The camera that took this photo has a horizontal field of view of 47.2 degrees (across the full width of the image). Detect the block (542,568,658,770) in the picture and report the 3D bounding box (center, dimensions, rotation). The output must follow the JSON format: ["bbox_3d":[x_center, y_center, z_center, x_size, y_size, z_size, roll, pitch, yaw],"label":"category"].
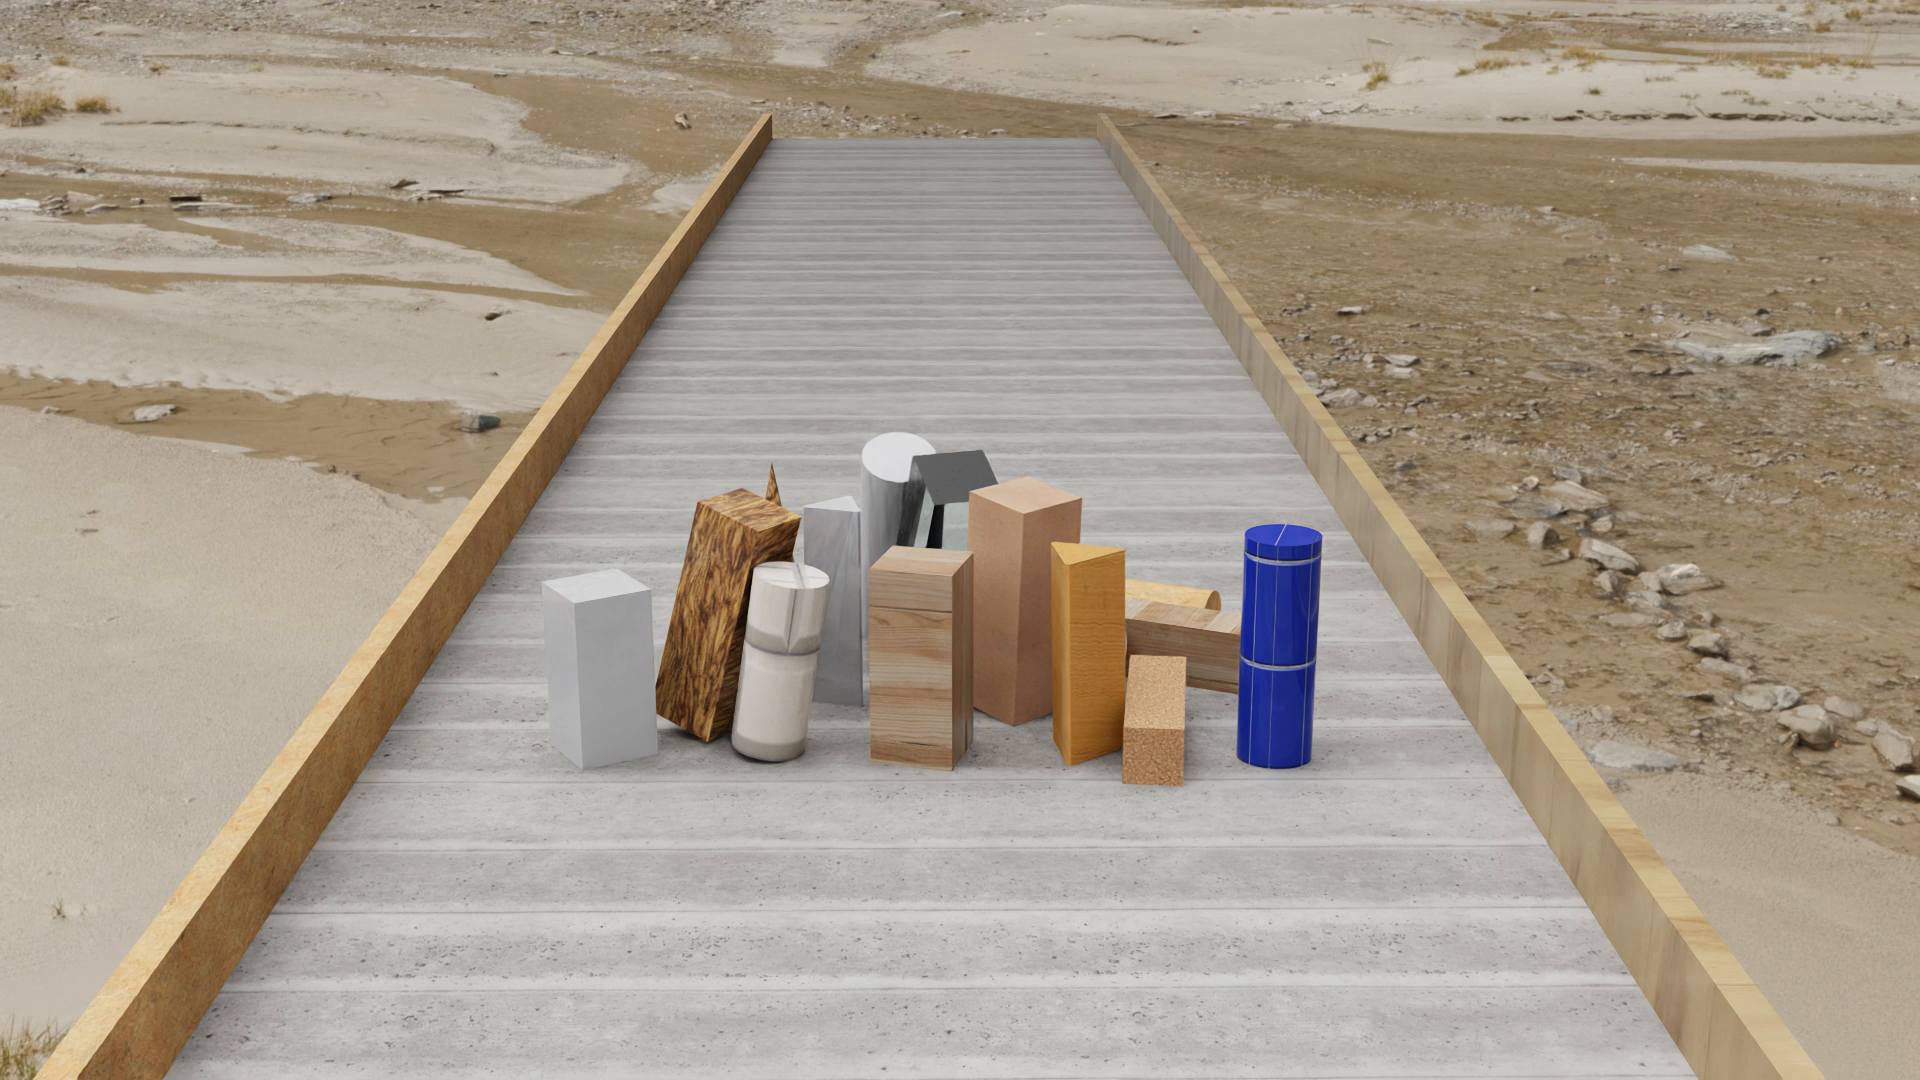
[{"bbox_3d":[-0.641,0.228,3.917,0.145,0.309,0.145,-10,19,-31],"label":"block"}]

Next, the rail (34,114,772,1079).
[{"bbox_3d":[-1.118,-0.838,7.780,0.050,0.150,12.000,0,17,-1],"label":"rail"}]

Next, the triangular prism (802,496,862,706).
[{"bbox_3d":[-0.224,0.113,4.172,0.113,0.384,0.097,5,17,18],"label":"triangular prism"}]

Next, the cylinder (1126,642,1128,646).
[{"bbox_3d":[0.136,0.163,4.389,0.166,0.166,0.436,-10,19,-31],"label":"cylinder"}]

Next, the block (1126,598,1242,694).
[{"bbox_3d":[0.465,0.210,4.307,0.346,0.121,0.121,8,18,24],"label":"block"}]

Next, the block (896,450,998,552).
[{"bbox_3d":[-0.036,0.046,4.259,0.140,0.447,0.140,-6,44,-19],"label":"block"}]

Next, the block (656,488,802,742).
[{"bbox_3d":[-0.426,0.135,3.985,0.135,0.423,0.135,25,23,23],"label":"block"}]

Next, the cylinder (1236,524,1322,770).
[{"bbox_3d":[0.561,0.188,3.871,0.134,0.411,0.134,0,17,0],"label":"cylinder"}]

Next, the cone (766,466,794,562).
[{"bbox_3d":[-0.367,0.045,4.352,0.162,0.413,0.162,0,17,0],"label":"cone"}]

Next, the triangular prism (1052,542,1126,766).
[{"bbox_3d":[0.205,0.195,3.915,0.135,0.373,0.117,-14,21,-36],"label":"triangular prism"}]

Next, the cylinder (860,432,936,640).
[{"bbox_3d":[-0.130,0.004,4.386,0.144,0.456,0.144,2,44,-2],"label":"cylinder"}]

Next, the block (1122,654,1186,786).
[{"bbox_3d":[0.353,0.321,3.966,0.104,0.104,0.373,2,17,6],"label":"block"}]

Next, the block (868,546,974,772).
[{"bbox_3d":[-0.067,0.208,3.896,0.149,0.360,0.149,4,17,14],"label":"block"}]

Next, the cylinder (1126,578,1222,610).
[{"bbox_3d":[0.366,0.147,4.509,0.314,0.128,0.128,7,18,23],"label":"cylinder"}]

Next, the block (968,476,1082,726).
[{"bbox_3d":[0.113,0.113,4.087,0.146,0.420,0.146,-15,27,-39],"label":"block"}]

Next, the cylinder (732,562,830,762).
[{"bbox_3d":[-0.320,0.215,3.900,0.134,0.328,0.134,8,18,-3],"label":"cylinder"}]

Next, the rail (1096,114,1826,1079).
[{"bbox_3d":[0.932,-0.844,7.801,0.050,0.150,12.000,0,17,-1],"label":"rail"}]
